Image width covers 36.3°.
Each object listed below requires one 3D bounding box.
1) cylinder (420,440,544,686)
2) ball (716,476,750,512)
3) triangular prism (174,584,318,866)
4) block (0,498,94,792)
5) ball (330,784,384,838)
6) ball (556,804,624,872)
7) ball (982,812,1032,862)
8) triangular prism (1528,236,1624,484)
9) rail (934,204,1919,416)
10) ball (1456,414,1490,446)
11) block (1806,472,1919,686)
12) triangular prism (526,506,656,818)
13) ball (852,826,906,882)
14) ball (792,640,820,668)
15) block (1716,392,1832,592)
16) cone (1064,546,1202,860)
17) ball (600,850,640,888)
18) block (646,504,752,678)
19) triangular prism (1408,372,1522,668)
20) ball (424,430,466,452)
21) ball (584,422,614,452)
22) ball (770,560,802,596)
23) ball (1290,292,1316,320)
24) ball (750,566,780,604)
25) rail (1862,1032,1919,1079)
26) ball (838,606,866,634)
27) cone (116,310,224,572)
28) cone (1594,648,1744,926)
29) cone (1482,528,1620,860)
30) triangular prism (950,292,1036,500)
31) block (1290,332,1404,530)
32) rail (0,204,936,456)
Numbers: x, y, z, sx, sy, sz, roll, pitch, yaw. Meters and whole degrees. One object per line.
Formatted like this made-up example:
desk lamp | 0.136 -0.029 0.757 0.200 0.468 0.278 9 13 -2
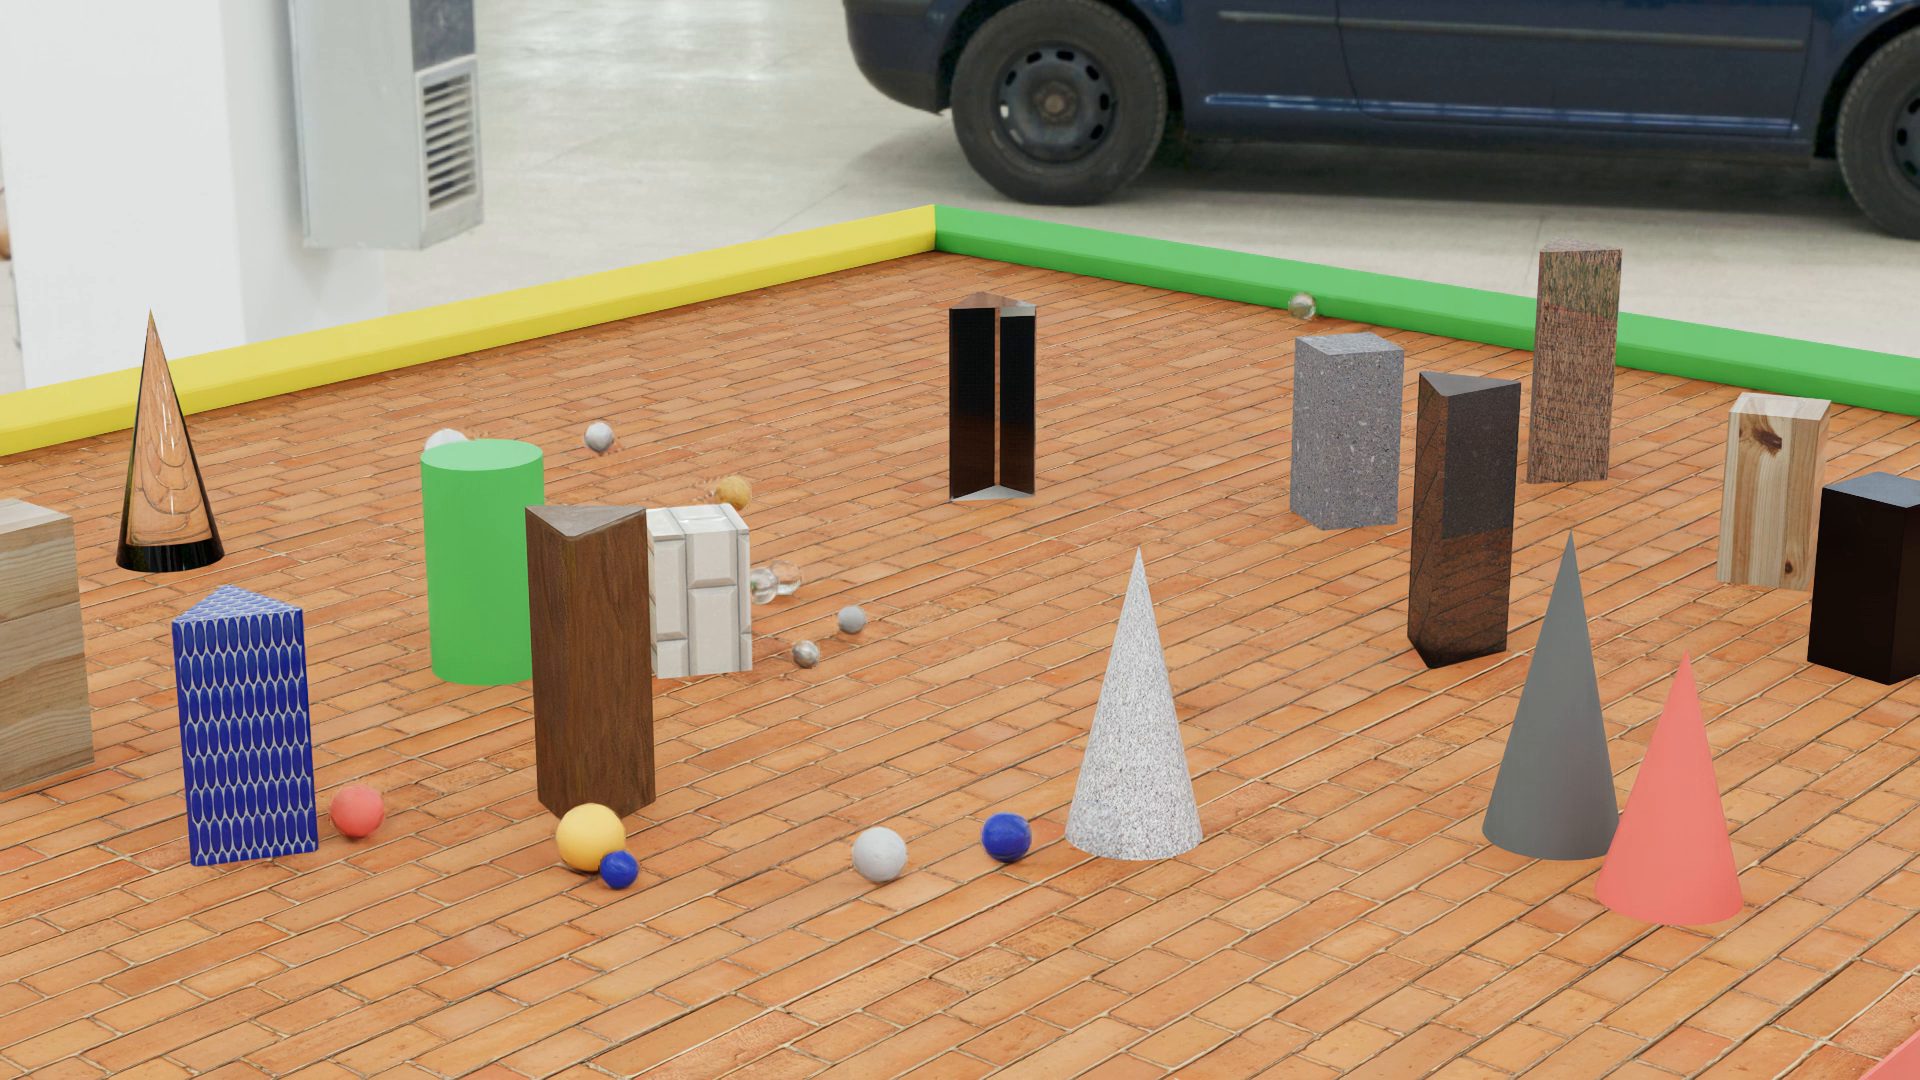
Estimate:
cylinder | -0.761 0.034 4.716 0.193 0.356 0.193 0 17 0
ball | -0.435 -0.088 5.619 0.067 0.067 0.067 0 17 0
triangular prism | -0.986 0.248 4.020 0.167 0.348 0.145 -6 18 -18
block | -1.391 0.151 4.283 0.154 0.382 0.154 14 21 38
ball | -0.836 0.377 4.068 0.074 0.074 0.074 0 17 0
ball | -0.499 0.401 3.956 0.092 0.092 0.092 0 17 0
ball | 0.064 0.404 3.989 0.069 0.069 0.069 0 17 0
triangular prism | 1.196 -0.360 5.830 0.167 0.466 0.145 -3 17 -9
rail | 1.489 -0.464 6.762 4.173 0.125 0.045 14 22 39
ball | 1.064 -0.227 6.081 0.067 0.067 0.067 0 17 0
block | 1.491 0.060 4.735 0.154 0.295 0.154 -13 21 -38
triangular prism | -0.543 0.173 4.113 0.145 0.438 0.167 10 19 30
ball | -0.109 0.421 3.924 0.074 0.074 0.074 0 17 0
ball | -0.251 0.185 4.757 0.044 0.044 0.044 0 17 0
block | 1.442 -0.087 5.197 0.154 0.310 0.154 7 18 22
cone | 0.242 0.208 4.029 0.193 0.421 0.193 0 17 0
ball | -0.453 0.438 3.904 0.051 0.051 0.051 0 17 0
block | -0.432 0.081 4.762 0.154 0.239 0.154 -5 17 -15
triangular prism | 0.792 -0.040 4.789 0.167 0.455 0.145 -11 20 -32
ball | -1.024 -0.175 5.861 0.094 0.094 0.094 0 17 0
ball | -0.743 -0.211 6.040 0.060 0.060 0.060 0 17 0
ball | -0.308 0.065 5.119 0.062 0.062 0.062 0 17 0
ball | 0.849 -0.578 7.248 0.065 0.065 0.065 0 17 0
ball | -0.346 0.079 5.070 0.065 0.065 0.065 0 17 0
rail | 1.558 0.422 3.826 0.045 0.125 4.589 14 22 39
ball | -0.183 0.134 4.918 0.047 0.047 0.047 0 17 0
cone | -1.438 -0.192 5.275 0.193 0.465 0.193 0 17 0
cone | 0.938 0.304 3.834 0.193 0.348 0.193 0 17 0
cone | 0.826 0.196 4.024 0.193 0.445 0.193 0 17 0
triangular prism | 0.051 -0.283 5.725 0.167 0.381 0.145 -3 17 -10
block | 0.730 -0.207 5.546 0.154 0.338 0.154 -5 17 -16
rail | -1.558 -0.359 6.415 0.045 0.125 4.589 14 22 39
